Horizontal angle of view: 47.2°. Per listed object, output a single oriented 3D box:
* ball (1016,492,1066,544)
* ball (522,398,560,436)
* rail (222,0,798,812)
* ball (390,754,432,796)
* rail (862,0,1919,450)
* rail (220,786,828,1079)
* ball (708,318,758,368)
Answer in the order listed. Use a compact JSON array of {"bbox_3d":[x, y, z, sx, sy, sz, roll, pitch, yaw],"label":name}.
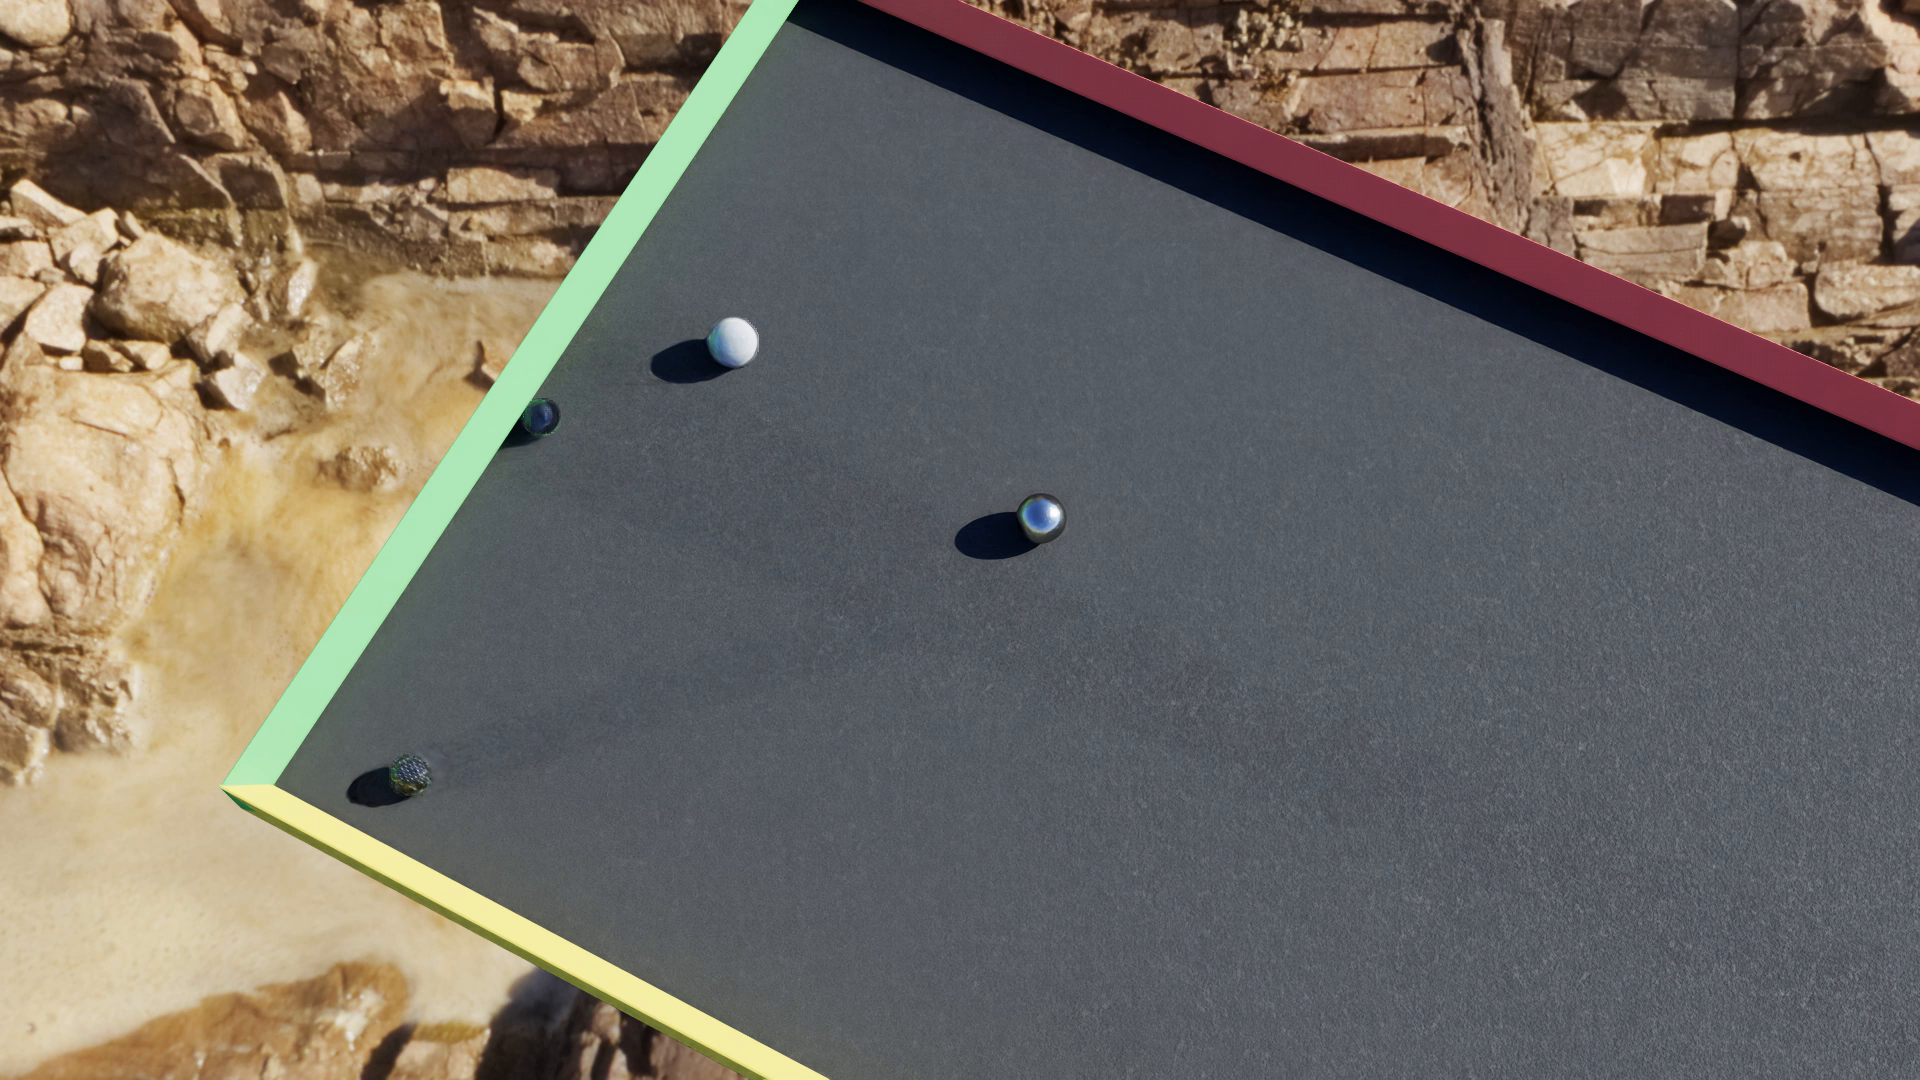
[{"bbox_3d":[0.131,-0.035,3.546,0.082,0.082,0.082,0,66,0],"label":"ball"},{"bbox_3d":[-0.692,-0.202,3.632,0.062,0.062,0.062,0,66,0],"label":"ball"},{"bbox_3d":[-0.678,-0.328,3.661,0.045,0.108,1.794,25,68,11],"label":"rail"},{"bbox_3d":[-0.844,0.361,3.382,0.062,0.062,0.062,0,66,0],"label":"ball"},{"bbox_3d":[1.099,-0.389,3.688,3.144,0.108,0.045,25,68,11],"label":"rail"},{"bbox_3d":[0.298,1.031,3.059,3.144,0.108,0.045,25,68,11],"label":"rail"},{"bbox_3d":[-0.381,-0.330,3.677,0.083,0.083,0.083,0,66,0],"label":"ball"}]
